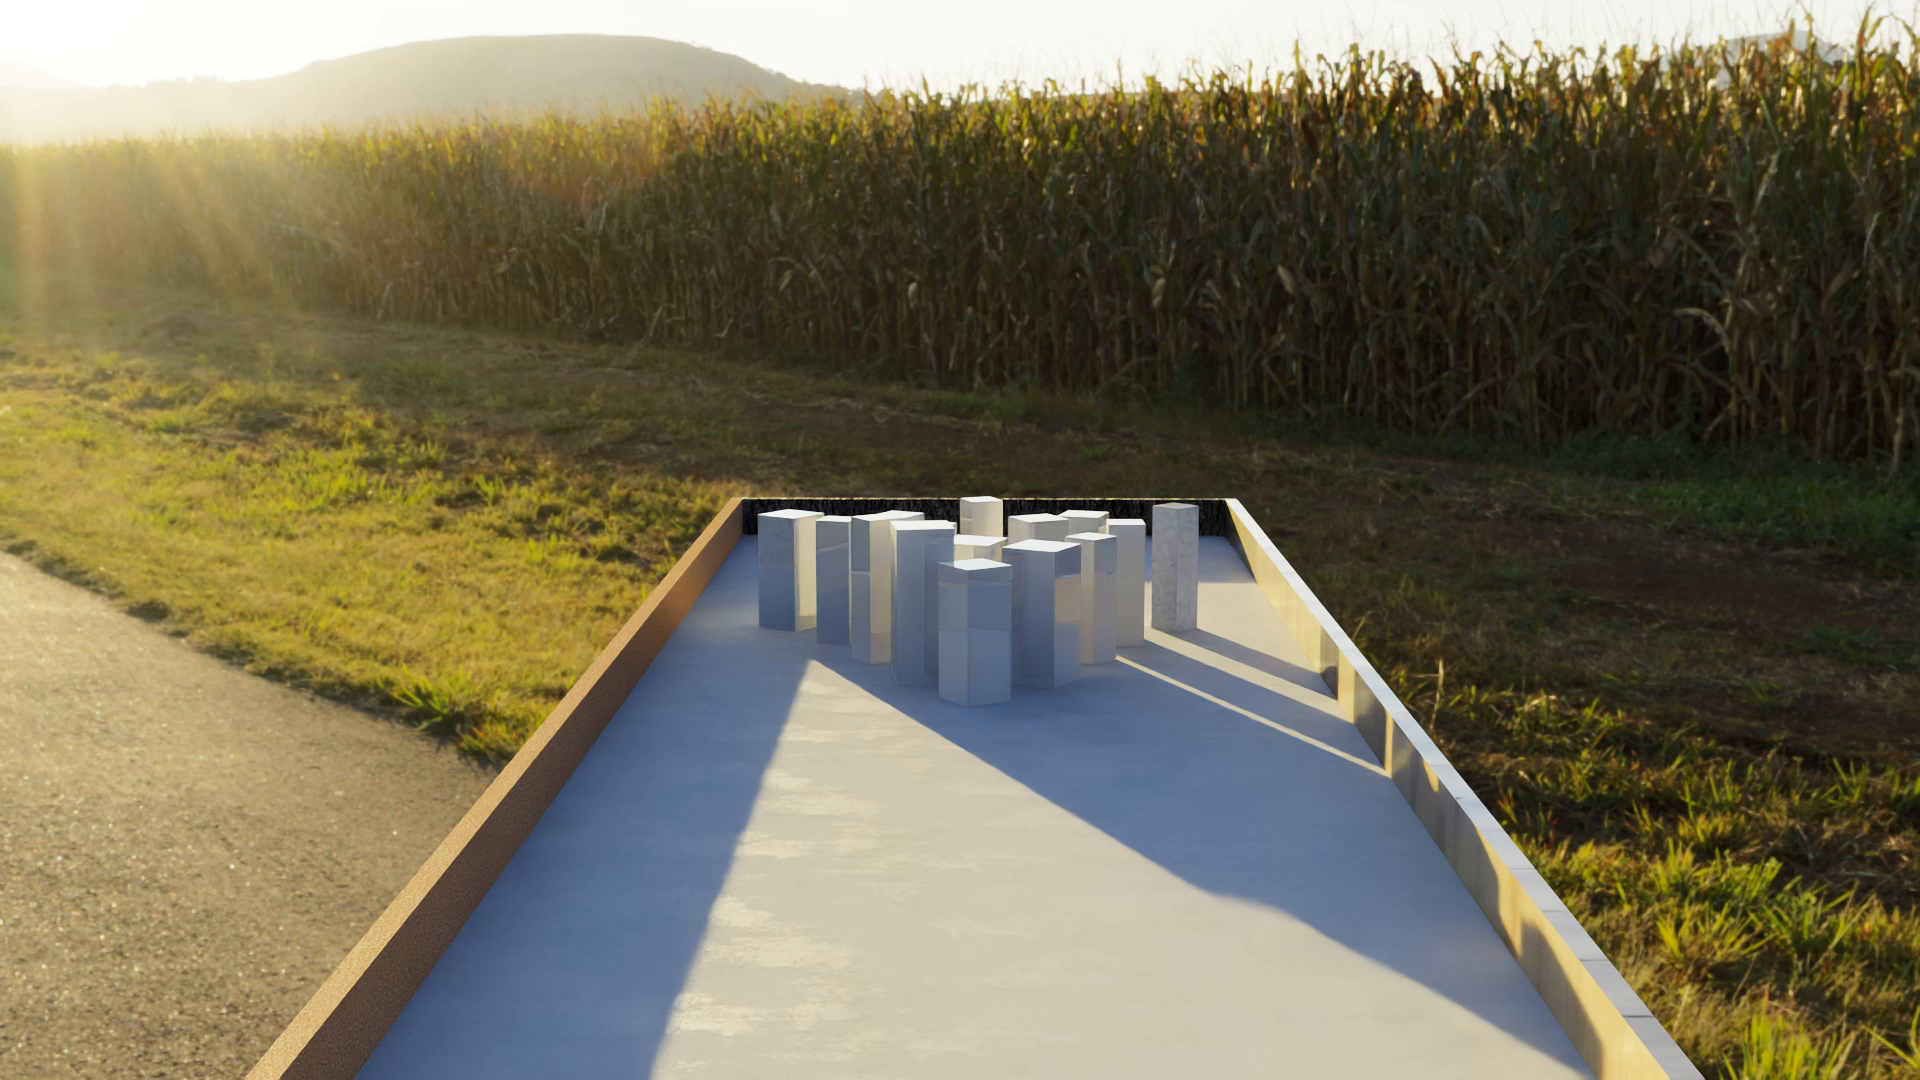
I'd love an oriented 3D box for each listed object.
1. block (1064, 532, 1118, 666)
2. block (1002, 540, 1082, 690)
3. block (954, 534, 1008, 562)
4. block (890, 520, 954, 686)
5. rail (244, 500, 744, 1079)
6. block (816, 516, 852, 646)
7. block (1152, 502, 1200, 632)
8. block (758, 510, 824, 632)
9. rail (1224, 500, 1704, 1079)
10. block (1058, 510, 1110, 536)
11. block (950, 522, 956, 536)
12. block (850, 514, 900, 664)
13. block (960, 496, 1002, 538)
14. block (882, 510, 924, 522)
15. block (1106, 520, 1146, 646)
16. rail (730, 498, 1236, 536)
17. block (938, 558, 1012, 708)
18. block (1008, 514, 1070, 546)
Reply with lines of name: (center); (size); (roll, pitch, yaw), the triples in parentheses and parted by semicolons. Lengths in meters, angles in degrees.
block: (0.396, 0.177, 6.679); (0.113, 0.380, 0.113); (8, 12, 41)
block: (0.237, 0.213, 6.391); (0.170, 0.399, 0.170); (5, 10, 29)
block: (0.038, 0.182, 6.685); (0.168, 0.368, 0.168); (4, 10, 22)
block: (-0.110, 0.181, 6.414); (0.167, 0.455, 0.167); (-1, 9, -8)
rail: (-1.004, 0.839, 3.234); (0.050, 0.150, 12.000); (0, 9, 1)
block: (-0.385, 0.127, 6.957); (0.109, 0.392, 0.109); (3, 9, 16)
block: (0.700, 0.088, 7.163); (0.106, 0.404, 0.106); (-9, 13, -44)
block: (-0.551, 0.098, 7.199); (0.154, 0.372, 0.154); (6, 11, 35)
rail: (1.046, 0.843, 3.208); (0.050, 0.150, 12.000); (0, 9, 1)
block: (0.401, 0.100, 7.184); (0.137, 0.374, 0.137); (3, 9, 18)
block: (-0.099, 0.140, 6.916); (0.144, 0.379, 0.144); (3, 9, 16)
block: (-0.257, 0.148, 6.676); (0.106, 0.439, 0.106); (-6, 11, -34)
block: (0.069, 0.076, 7.178); (0.106, 0.422, 0.106); (-3, 10, -21)
block: (-0.201, 0.099, 7.195); (0.123, 0.372, 0.123); (5, 10, 29)
block: (0.520, 0.134, 6.925); (0.115, 0.387, 0.115); (0, 9, 0)
rail: (0.099, -0.098, 9.147); (2.100, 0.150, 0.050); (0, 9, 1)
block: (0.042, 0.257, 6.157); (0.147, 0.385, 0.147); (-6, 11, -33)
block: (0.248, 0.125, 6.956); (0.142, 0.395, 0.142); (-4, 10, -26)
